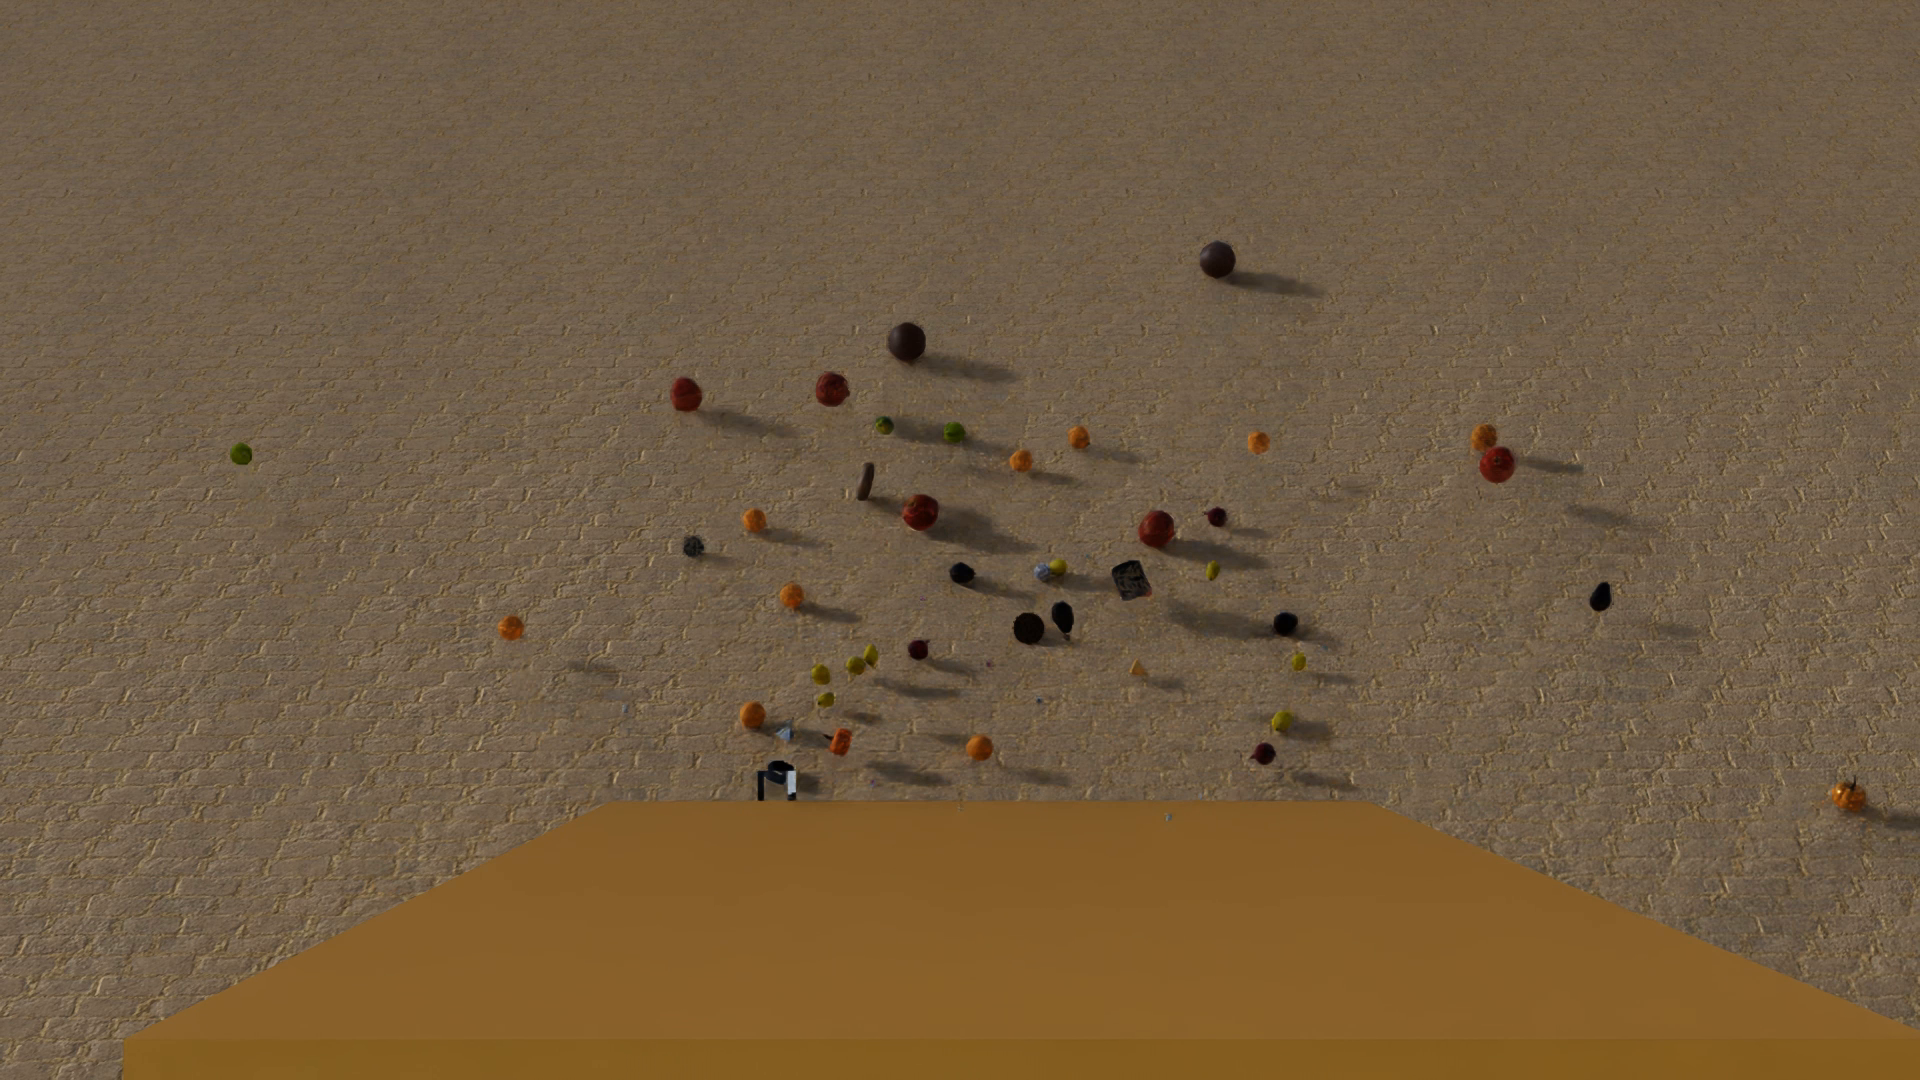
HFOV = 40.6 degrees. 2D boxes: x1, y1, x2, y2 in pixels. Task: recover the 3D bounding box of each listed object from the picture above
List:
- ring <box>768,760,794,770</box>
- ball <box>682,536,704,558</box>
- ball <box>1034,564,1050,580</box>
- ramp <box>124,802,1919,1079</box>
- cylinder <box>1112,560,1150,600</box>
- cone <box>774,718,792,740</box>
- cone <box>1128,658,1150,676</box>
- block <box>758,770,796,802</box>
[{"bbox_3d":[-0.484,0.629,7.044,0.080,0.027,0.080,17,30,-10],"label":"ring"},{"bbox_3d":[-0.809,0.021,7.878,0.062,0.062,0.062,0,36,0],"label":"ball"},{"bbox_3d":[0.247,0.096,7.783,0.052,0.052,0.052,0,36,0],"label":"ball"},{"bbox_3d":[0.078,0.670,4.859,2.000,0.100,4.000,0,-2,0],"label":"ramp"},{"bbox_3d":[0.502,0.118,7.640,0.090,0.090,0.090,-16,73,-21],"label":"cylinder"},{"bbox_3d":[-0.476,0.514,7.183,0.055,0.055,0.055,18,66,24],"label":"cone"},{"bbox_3d":[0.516,0.373,7.393,0.054,0.054,0.054,27,38,-2],"label":"cone"},{"bbox_3d":[-0.487,0.653,6.913,0.078,0.078,0.078,-1,-3,17],"label":"block"}]
